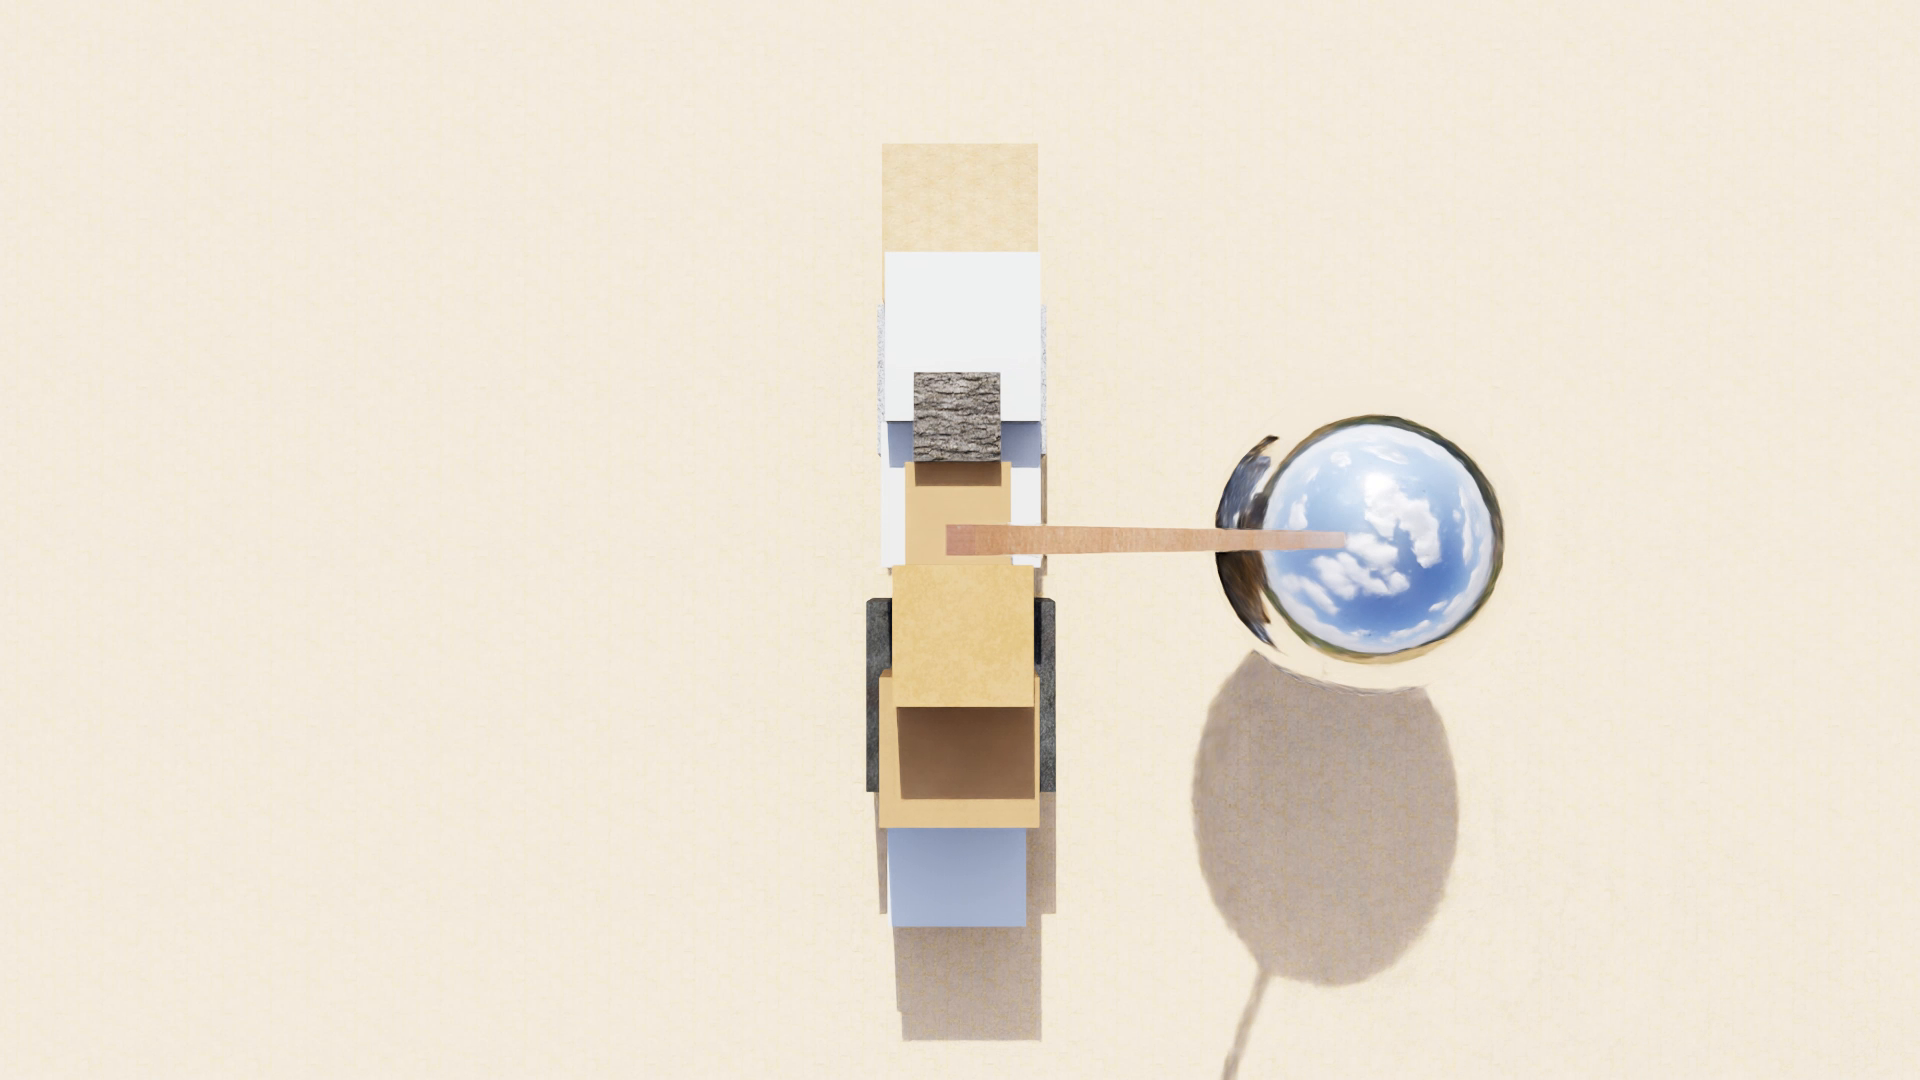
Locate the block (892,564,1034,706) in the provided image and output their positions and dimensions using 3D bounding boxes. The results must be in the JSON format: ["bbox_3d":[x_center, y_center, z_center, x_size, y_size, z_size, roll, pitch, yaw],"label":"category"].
[{"bbox_3d":[0.015,0.477,11.078,0.693,0.579,0.694,0,89,0],"label":"block"}]

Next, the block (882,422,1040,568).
[{"bbox_3d":[0.004,-0.237,11.854,0.832,0.751,0.757,0,90,0],"label":"block"}]

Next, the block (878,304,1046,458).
[{"bbox_3d":[0.011,-0.895,12.615,0.943,0.770,0.828,0,90,0],"label":"block"}]

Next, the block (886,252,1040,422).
[{"bbox_3d":[0.014,-1.048,11.609,0.792,0.801,0.858,0,91,0],"label":"block"}]

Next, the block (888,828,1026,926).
[{"bbox_3d":[-0.017,1.780,12.653,0.774,0.694,0.768,0,90,0],"label":"block"}]

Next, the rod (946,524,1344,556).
[{"bbox_3d":[0.899,0.000,8.066,0.080,5.200,0.080,0,90,20],"label":"rod"}]

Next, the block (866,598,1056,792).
[{"bbox_3d":[0.005,0.863,12.541,1.045,0.917,1.046,0,90,0],"label":"block"}]

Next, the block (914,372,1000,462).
[{"bbox_3d":[-0.014,-0.606,10.972,0.427,0.491,0.436,0,91,0],"label":"block"}]

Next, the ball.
[{"bbox_3d":[2.074,0.000,11.257,1.600,1.600,1.600,0,90,0],"label":"ball"}]

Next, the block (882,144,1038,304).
[{"bbox_3d":[0.000,-1.742,12.501,0.852,0.997,0.845,0,90,0],"label":"block"}]

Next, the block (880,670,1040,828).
[{"bbox_3d":[-0.003,1.098,11.722,0.827,0.720,0.775,0,90,0],"label":"block"}]

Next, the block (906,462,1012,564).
[{"bbox_3d":[-0.010,-0.131,11.171,0.524,0.616,0.511,0,90,0],"label":"block"}]
